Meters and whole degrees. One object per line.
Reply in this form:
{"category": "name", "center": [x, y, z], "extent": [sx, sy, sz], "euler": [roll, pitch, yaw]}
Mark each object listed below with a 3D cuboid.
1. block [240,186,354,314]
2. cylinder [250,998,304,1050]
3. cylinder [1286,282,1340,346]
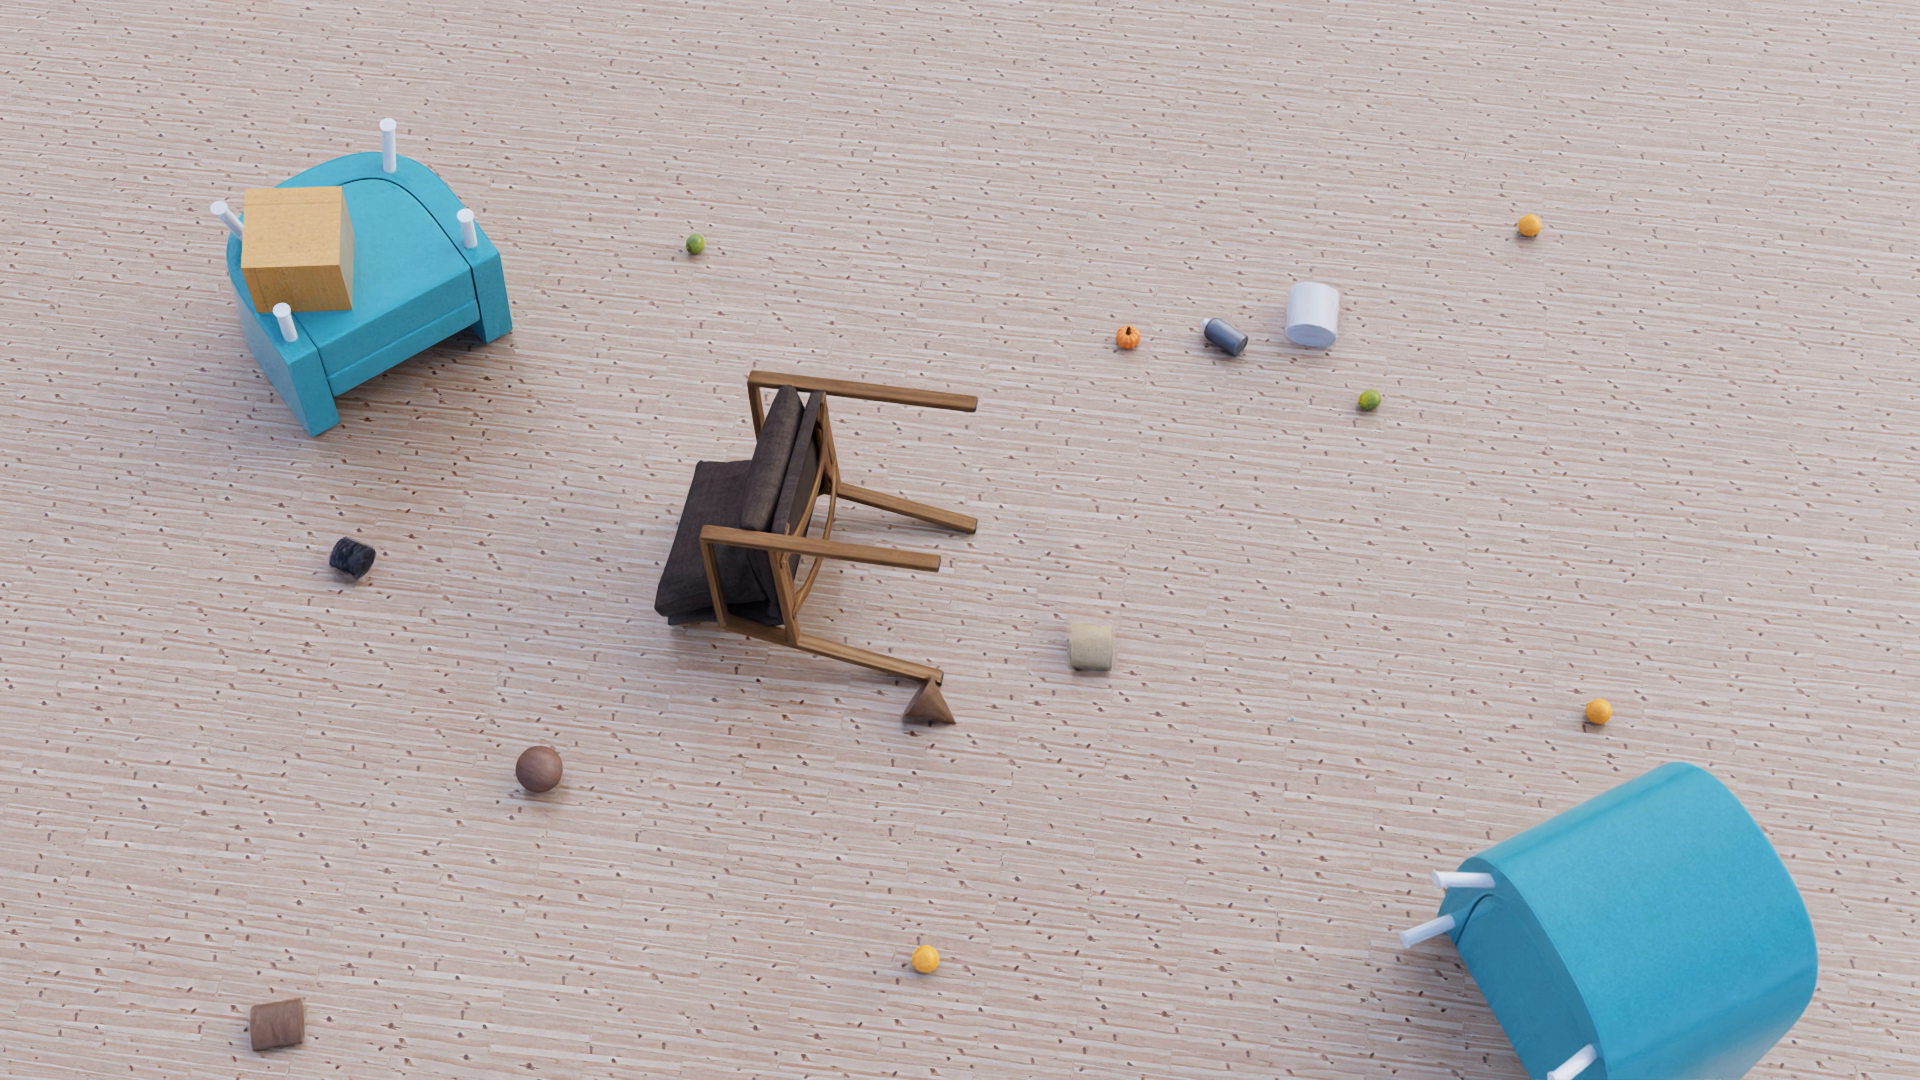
{"category": "block", "center": [-1.927, -0.845, 6.413], "extent": [0.271, 0.238, 0.273], "euler": [-3, 64, -7]}
{"category": "cylinder", "center": [-1.771, 1.255, 5.702], "extent": [0.125, 0.048, 0.122], "euler": [-9, 61, -6]}
{"category": "cylinder", "center": [1.122, -0.717, 6.991], "extent": [0.159, 0.107, 0.174], "euler": [10, 57, 2]}
